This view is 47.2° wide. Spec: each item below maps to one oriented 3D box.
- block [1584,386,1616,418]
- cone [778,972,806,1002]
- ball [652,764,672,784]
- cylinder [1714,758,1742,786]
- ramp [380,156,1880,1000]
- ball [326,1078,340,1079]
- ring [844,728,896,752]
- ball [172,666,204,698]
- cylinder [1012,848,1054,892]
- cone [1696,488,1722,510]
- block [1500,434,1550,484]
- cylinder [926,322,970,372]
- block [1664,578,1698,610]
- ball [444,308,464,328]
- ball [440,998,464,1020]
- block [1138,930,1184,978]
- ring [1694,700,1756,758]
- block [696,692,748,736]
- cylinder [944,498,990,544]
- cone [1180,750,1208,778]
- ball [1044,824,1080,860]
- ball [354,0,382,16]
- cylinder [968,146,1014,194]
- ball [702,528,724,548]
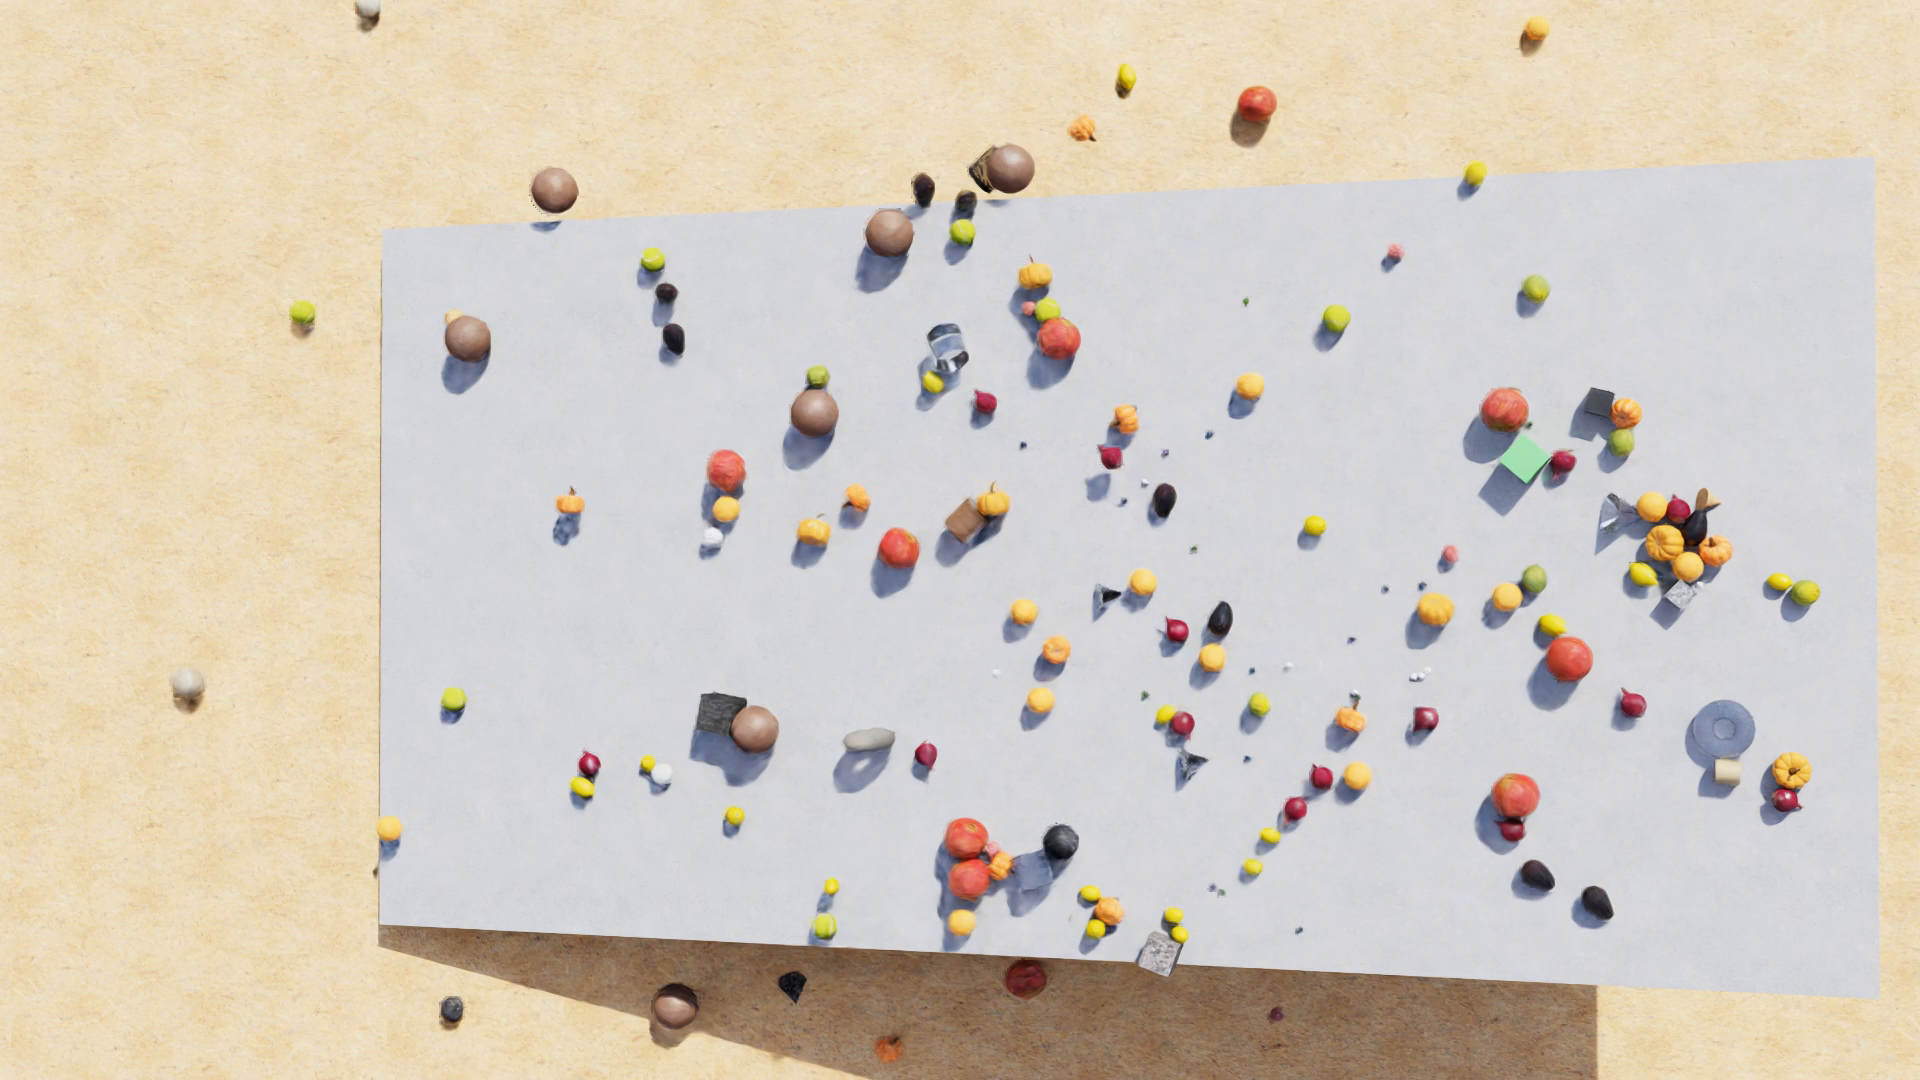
[{"bbox_3d":[1.562,-0.335,5.372,0.060,0.060,0.060,16,94,16],"label":"block"},{"bbox_3d":[-0.482,1.314,6.387,0.083,0.083,0.083,-6,116,0],"label":"cone"},{"bbox_3d":[-0.819,0.642,6.042,0.059,0.059,0.059,0,89,0],"label":"ball"},{"bbox_3d":[1.842,0.557,5.279,0.059,0.059,0.059,5,89,16],"label":"cylinder"},{"bbox_3d":[0.269,0.096,5.822,4.000,0.100,2.000,0,89,16],"label":"ramp"},{"bbox_3d":[-1.815,1.594,6.363,0.077,0.077,0.077,0,89,0],"label":"ball"},{"bbox_3d":[-0.239,0.530,5.830,0.139,0.139,0.046,-5,93,0],"label":"ring"},{"bbox_3d":[-2.238,0.412,6.374,0.090,0.090,0.090,0,89,0],"label":"ball"},{"bbox_3d":[0.190,0.860,5.733,0.093,0.093,0.093,-15,85,0],"label":"cylinder"},{"bbox_3d":[1.818,-0.094,5.313,0.056,0.056,0.056,10,89,-11],"label":"cone"},{"bbox_3d":[1.389,-0.199,5.406,0.087,0.087,0.087,42,100,13],"label":"block"},{"bbox_3d":[-0.031,-0.508,5.796,0.092,0.092,0.092,-18,60,0],"label":"cylinder"},{"bbox_3d":[1.743,0.132,5.316,0.054,0.054,0.054,42,100,13],"label":"block"},{"bbox_3d":[-1.434,-0.629,6.242,0.056,0.056,0.056,0,89,0],"label":"ball"},{"bbox_3d":[-1.472,1.359,6.371,0.068,0.068,0.068,0,89,0],"label":"ball"},{"bbox_3d":[0.516,1.062,5.641,0.082,0.082,0.082,20,95,15],"label":"block"},{"bbox_3d":[1.838,0.454,5.288,0.143,0.048,0.143,0,90,17],"label":"ring"},{"bbox_3d":[-0.648,0.473,5.978,0.097,0.097,0.097,10,92,16],"label":"block"},{"bbox_3d":[0.019,-0.049,5.798,0.088,0.088,0.088,-44,89,12],"label":"cylinder"},{"bbox_3d":[0.609,0.570,5.648,0.072,0.072,0.072,-8,89,-11],"label":"cone"},{"bbox_3d":[0.263,0.785,5.713,0.093,0.093,0.093,0,89,0],"label":"ball"},{"bbox_3d":[-1.726,-1.565,6.410,0.076,0.076,0.076,0,89,0],"label":"ball"},{"bbox_3d":[0.086,-1.009,5.989,0.091,0.091,0.091,-40,89,20],"label":"cylinder"},{"bbox_3d":[-0.676,-0.006,6.014,0.057,0.057,0.057,0,89,0],"label":"ball"}]
